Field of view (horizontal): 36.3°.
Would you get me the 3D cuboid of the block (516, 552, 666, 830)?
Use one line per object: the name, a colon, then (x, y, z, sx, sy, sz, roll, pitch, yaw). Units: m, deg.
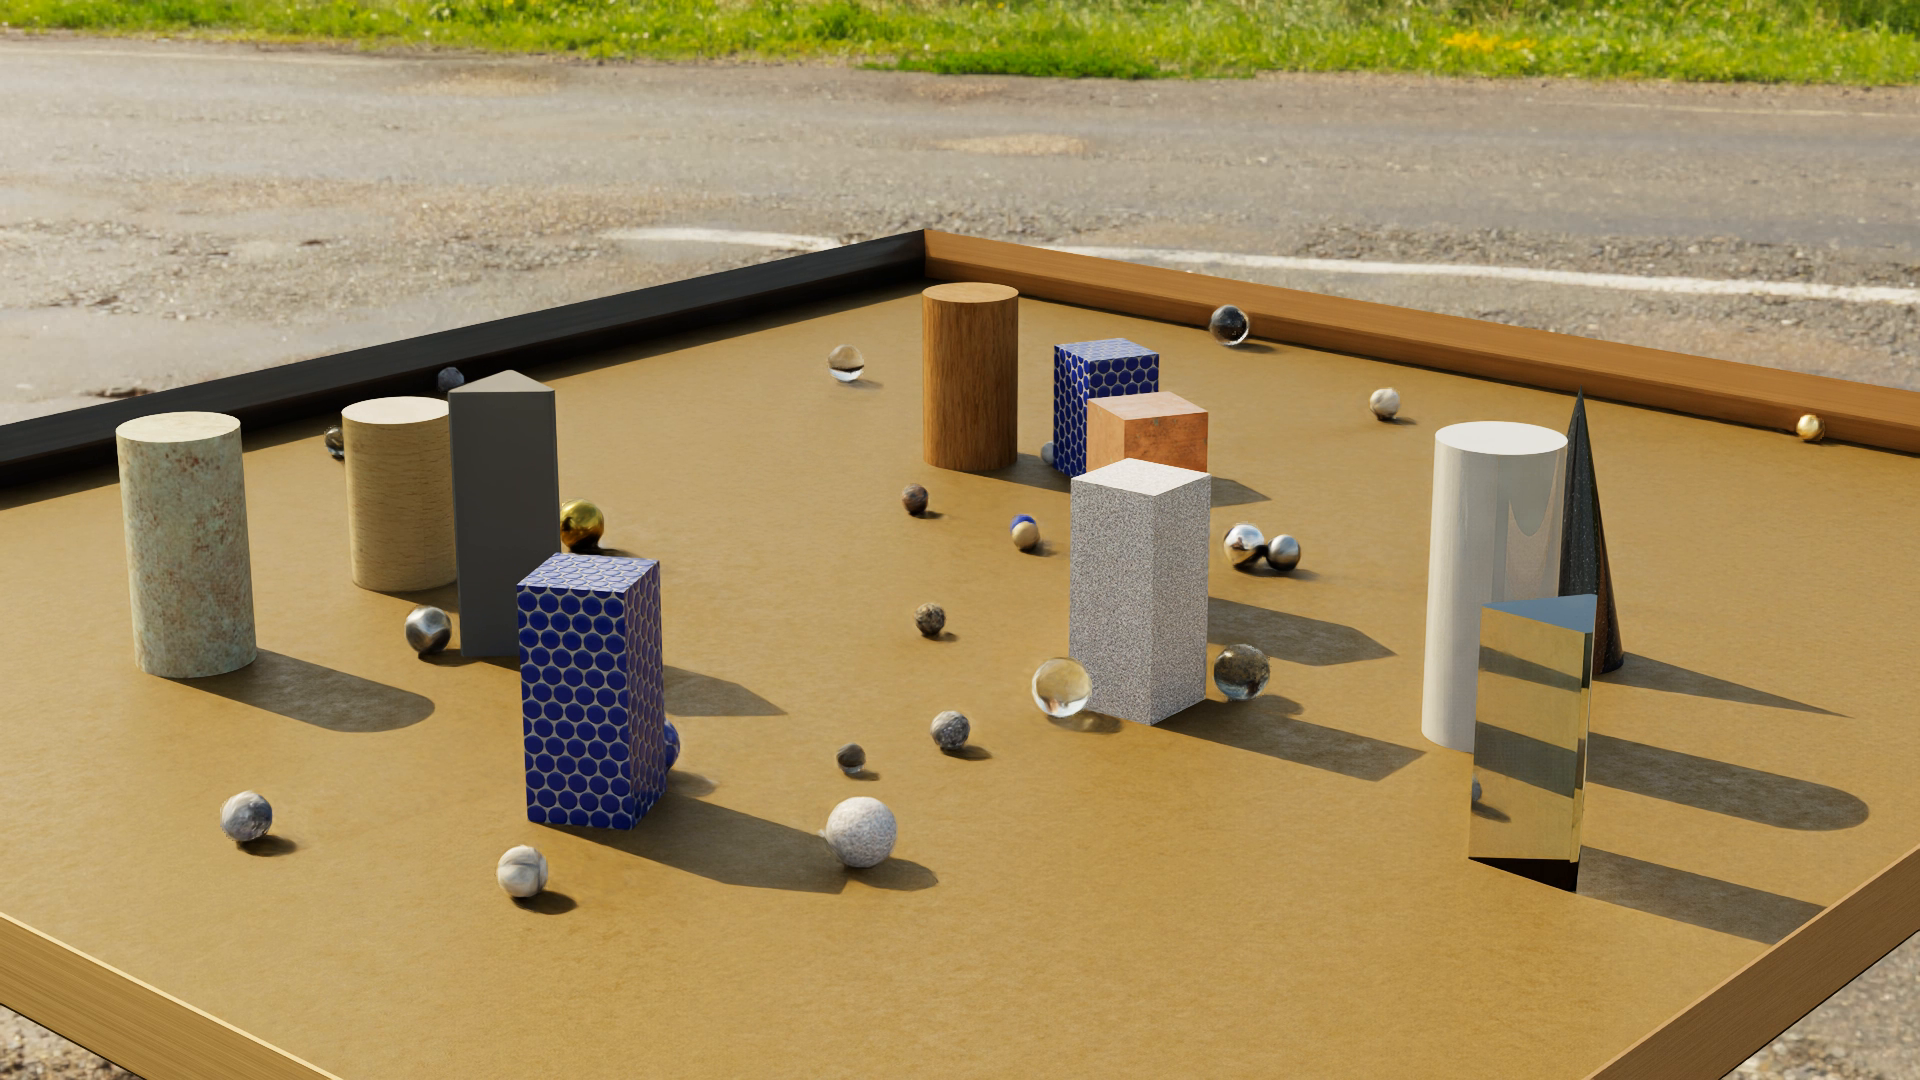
block: (-0.517, 0.212, 4.139, 0.155, 0.349, 0.155, 4, 17, 12)

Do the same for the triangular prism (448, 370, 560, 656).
triangular prism: (-0.738, -0.045, 4.823, 0.167, 0.446, 0.145, -1, 17, -2)

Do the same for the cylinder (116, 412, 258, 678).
cylinder: (-1.250, 0.006, 4.747, 0.193, 0.392, 0.193, 0, 17, 0)

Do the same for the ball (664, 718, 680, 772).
ball: (-0.457, 0.300, 4.285, 0.096, 0.096, 0.096, 0, 17, 0)

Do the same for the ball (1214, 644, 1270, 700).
ball: (0.442, 0.207, 4.603, 0.089, 0.089, 0.089, 0, 17, 0)

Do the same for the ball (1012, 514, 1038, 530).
ball: (0.119, -0.022, 5.436, 0.048, 0.048, 0.048, 0, 17, 0)

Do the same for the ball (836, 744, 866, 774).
ball: (-0.160, 0.320, 4.307, 0.044, 0.044, 0.044, 0, 17, 0)

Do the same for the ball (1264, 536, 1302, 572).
ball: (0.579, 0.024, 5.255, 0.065, 0.065, 0.065, 0, 17, 0)

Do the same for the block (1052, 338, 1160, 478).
block: (0.290, -0.257, 5.858, 0.155, 0.254, 0.155, -8, 18, -24)

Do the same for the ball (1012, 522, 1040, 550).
ball: (0.120, -0.008, 5.383, 0.051, 0.051, 0.051, 0, 17, 0)

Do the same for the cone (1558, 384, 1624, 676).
cone: (0.991, -0.029, 4.745, 0.193, 0.461, 0.193, 0, 17, 0)

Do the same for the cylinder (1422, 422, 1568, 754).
cylinder: (0.801, 0.071, 4.407, 0.193, 0.464, 0.193, 0, 17, 0)

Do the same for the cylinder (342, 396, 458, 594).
cylinder: (-0.986, -0.081, 5.184, 0.193, 0.306, 0.193, 0, 17, 0)

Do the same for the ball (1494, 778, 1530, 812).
ball: (0.784, 0.362, 4.163, 0.048, 0.048, 0.048, 0, 17, 0)

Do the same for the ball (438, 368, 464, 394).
ball: (-1.132, -0.355, 6.518, 0.059, 0.059, 0.059, 0, 17, 0)

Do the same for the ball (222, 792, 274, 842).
ball: (-0.986, 0.383, 4.058, 0.069, 0.069, 0.069, 0, 17, 0)

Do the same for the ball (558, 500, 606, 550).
ball: (-0.697, -0.028, 5.379, 0.092, 0.092, 0.092, 0, 17, 0)

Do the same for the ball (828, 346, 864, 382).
ball: (-0.258, -0.399, 6.626, 0.082, 0.082, 0.082, 0, 17, 0)

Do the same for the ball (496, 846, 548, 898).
ball: (-0.578, 0.438, 3.875, 0.068, 0.068, 0.068, 0, 17, 0)

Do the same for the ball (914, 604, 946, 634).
ball: (-0.051, 0.132, 4.918, 0.052, 0.052, 0.052, 0, 17, 0)

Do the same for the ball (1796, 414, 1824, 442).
ball: (1.775, -0.234, 6.123, 0.056, 0.056, 0.056, 0, 17, 0)

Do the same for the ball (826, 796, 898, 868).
ball: (-0.134, 0.395, 3.969, 0.097, 0.097, 0.097, 0, 17, 0)

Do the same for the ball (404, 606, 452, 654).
ball: (-0.874, 0.147, 4.820, 0.079, 0.079, 0.079, 0, 17, 0)

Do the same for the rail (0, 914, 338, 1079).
rail: (-1.298, 0.463, 3.689, 3.731, 0.125, 0.045, 14, 22, 39)

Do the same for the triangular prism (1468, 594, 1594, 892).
triangular prism: (0.804, 0.262, 3.950, 0.167, 0.363, 0.145, 16, 23, 42)

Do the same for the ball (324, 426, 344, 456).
ball: (-1.272, -0.202, 6.011, 0.060, 0.060, 0.060, 0, 17, 0)

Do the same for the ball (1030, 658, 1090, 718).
ball: (0.156, 0.228, 4.532, 0.092, 0.092, 0.092, 0, 17, 0)

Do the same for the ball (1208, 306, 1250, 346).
ball: (0.640, -0.510, 6.970, 0.096, 0.096, 0.096, 0, 17, 0)

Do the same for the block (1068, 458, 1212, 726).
block: (0.278, 0.078, 4.550, 0.155, 0.367, 0.155, 13, 21, 36)

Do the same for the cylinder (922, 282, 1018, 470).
cylinder: (0.021, -0.333, 5.950, 0.193, 0.346, 0.193, 0, 17, 0)

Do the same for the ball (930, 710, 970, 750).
ball: (-0.015, 0.285, 4.401, 0.059, 0.059, 0.059, 0, 17, 0)

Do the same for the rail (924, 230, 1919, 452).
rail: (1.298, -0.401, 6.552, 3.731, 0.125, 0.045, 14, 22, 39)

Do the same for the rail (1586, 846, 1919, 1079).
rail: (1.391, 0.380, 3.964, 0.045, 0.125, 4.008, 14, 22, 39)

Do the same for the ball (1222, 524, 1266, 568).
ball: (0.512, 0.010, 5.277, 0.078, 0.078, 0.078, 0, 17, 0)

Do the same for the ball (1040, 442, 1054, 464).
ball: (0.186, -0.177, 5.949, 0.047, 0.047, 0.047, 0, 17, 0)

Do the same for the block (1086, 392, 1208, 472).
block: (0.318, -0.058, 5.024, 0.155, 0.355, 0.155, -6, 18, -20)

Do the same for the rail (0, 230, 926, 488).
rail: (-1.391, -0.317, 6.276, 0.045, 0.125, 4.008, 14, 22, 39)

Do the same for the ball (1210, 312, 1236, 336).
ball: (0.634, -0.520, 7.066, 0.059, 0.059, 0.059, 0, 17, 0)

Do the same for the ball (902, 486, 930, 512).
ball: (-0.085, -0.078, 5.613, 0.053, 0.053, 0.053, 0, 17, 0)

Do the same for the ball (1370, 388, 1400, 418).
ball: (0.914, -0.293, 6.303, 0.066, 0.066, 0.066, 0, 17, 0)
